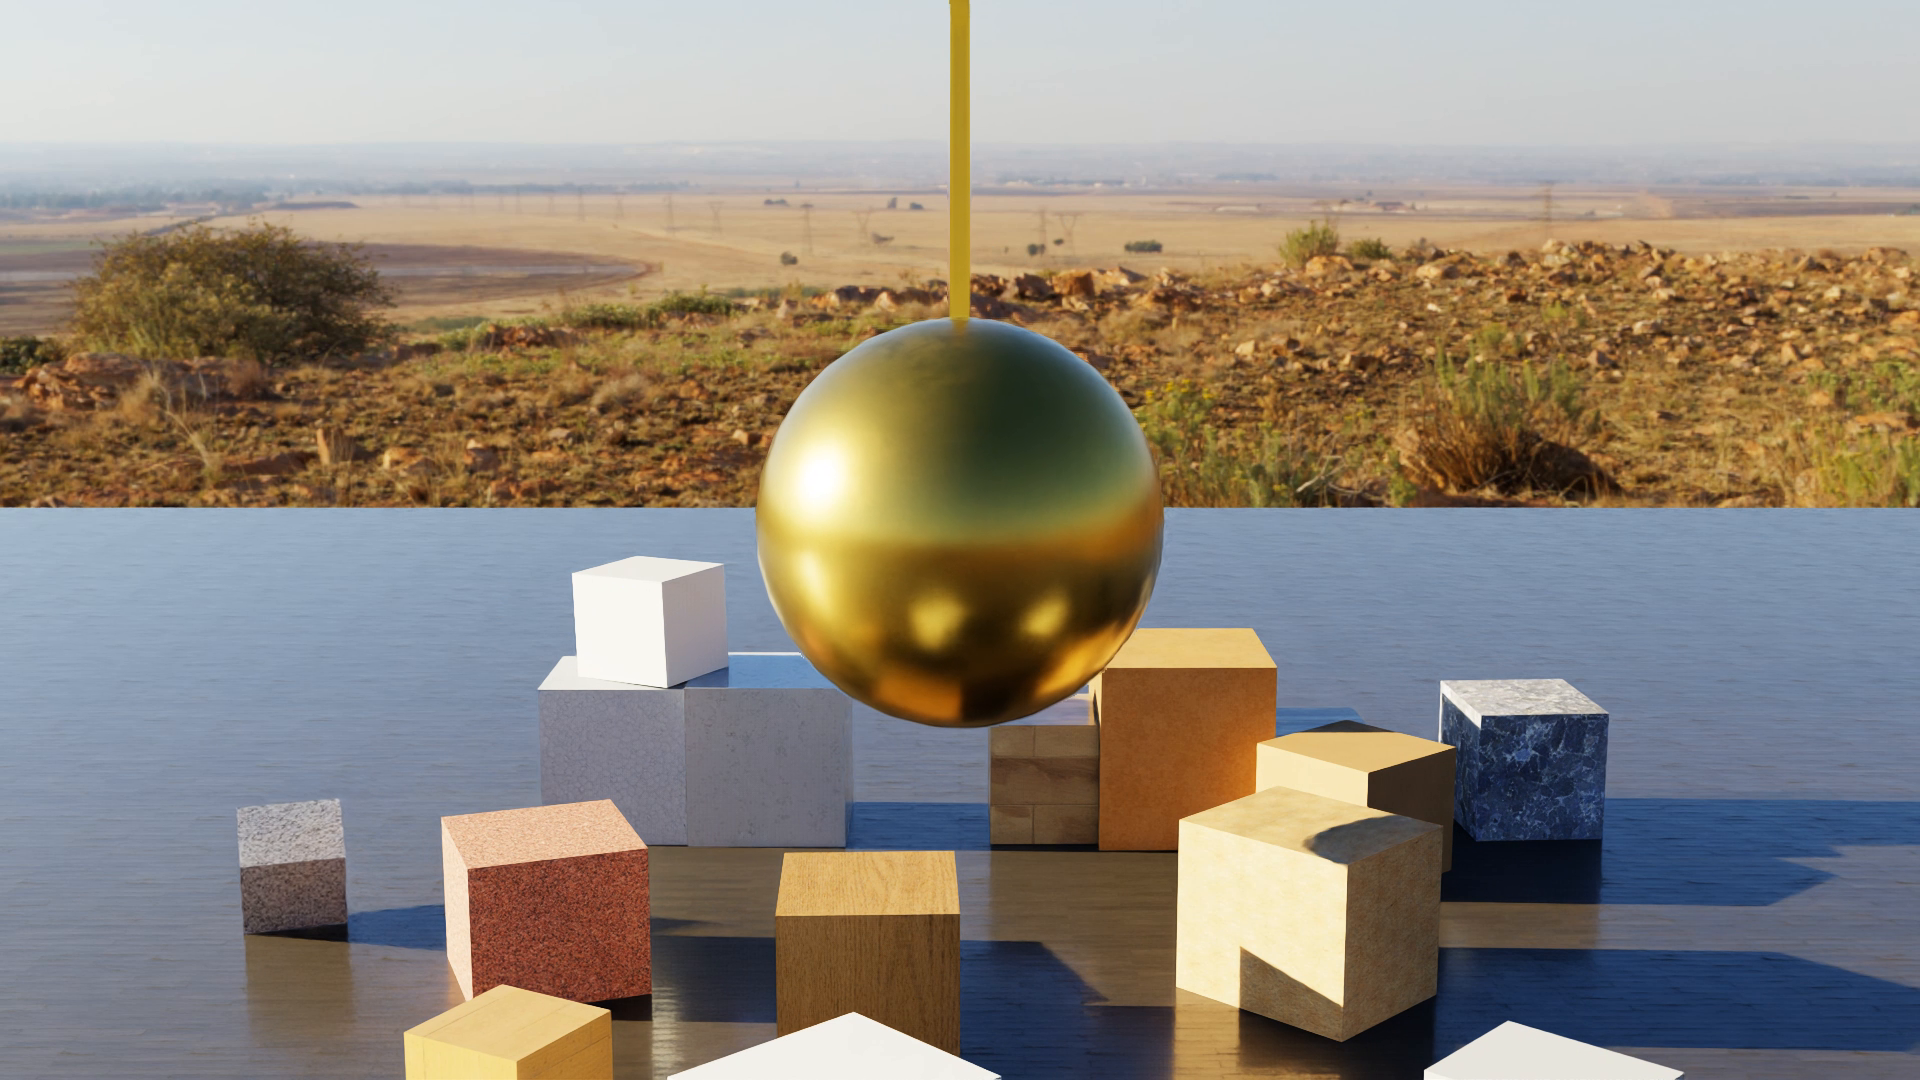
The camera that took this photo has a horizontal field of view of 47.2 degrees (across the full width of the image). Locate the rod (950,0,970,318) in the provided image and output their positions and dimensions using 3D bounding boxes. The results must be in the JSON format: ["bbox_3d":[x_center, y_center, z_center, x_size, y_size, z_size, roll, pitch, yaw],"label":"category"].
[{"bbox_3d":[0.000,-3.357,9.457,0.080,5.200,0.080,0,-15,0],"label":"rod"}]

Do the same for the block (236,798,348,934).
[{"bbox_3d":[-3.014,1.471,9.924,0.446,0.431,0.369,-3,39,-18],"label":"block"}]

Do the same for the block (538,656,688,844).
[{"bbox_3d":[-1.740,1.078,11.383,0.729,0.807,0.716,0,10,0],"label":"block"}]

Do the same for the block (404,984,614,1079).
[{"bbox_3d":[-1.577,1.913,7.727,0.500,0.471,0.505,6,12,29],"label":"block"}]

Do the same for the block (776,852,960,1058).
[{"bbox_3d":[-0.356,1.655,8.633,0.689,0.654,0.739,0,10,-2],"label":"block"}]

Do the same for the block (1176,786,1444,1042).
[{"bbox_3d":[1.447,1.526,9.135,0.831,0.730,0.687,10,14,43],"label":"block"}]

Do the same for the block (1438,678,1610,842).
[{"bbox_3d":[2.921,1.137,11.474,0.656,0.658,0.721,-1,10,-4],"label":"block"}]

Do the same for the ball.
[{"bbox_3d":[0.000,-0.067,8.599,1.600,1.600,1.600,0,10,0],"label":"ball"}]

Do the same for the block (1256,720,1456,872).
[{"bbox_3d":[1.919,1.297,10.699,0.672,0.620,0.677,-9,14,-40],"label":"block"}]

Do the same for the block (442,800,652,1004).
[{"bbox_3d":[-1.759,1.542,9.318,0.734,0.632,0.733,-4,11,-21],"label":"block"}]

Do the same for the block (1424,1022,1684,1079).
[{"bbox_3d":[1.934,1.984,7.203,0.634,0.518,0.554,9,14,42],"label":"block"}]

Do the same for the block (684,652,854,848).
[{"bbox_3d":[-0.971,1.071,11.374,0.794,0.823,0.773,0,10,0],"label":"block"}]

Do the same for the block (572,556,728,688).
[{"bbox_3d":[-1.579,0.409,11.250,0.572,0.535,0.512,5,12,31],"label":"block"}]

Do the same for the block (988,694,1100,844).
[{"bbox_3d":[0.423,1.175,11.377,0.543,0.618,0.634,0,10,0],"label":"block"}]

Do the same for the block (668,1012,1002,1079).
[{"bbox_3d":[-0.377,1.973,6.684,0.735,0.727,0.684,-10,14,-42],"label":"block"}]

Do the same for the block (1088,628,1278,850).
[{"bbox_3d":[1.128,1.013,11.367,0.867,0.940,0.881,0,10,0],"label":"block"}]

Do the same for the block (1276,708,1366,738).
[{"bbox_3d":[1.838,1.206,11.483,0.538,0.520,0.612,0,10,-2],"label":"block"}]
